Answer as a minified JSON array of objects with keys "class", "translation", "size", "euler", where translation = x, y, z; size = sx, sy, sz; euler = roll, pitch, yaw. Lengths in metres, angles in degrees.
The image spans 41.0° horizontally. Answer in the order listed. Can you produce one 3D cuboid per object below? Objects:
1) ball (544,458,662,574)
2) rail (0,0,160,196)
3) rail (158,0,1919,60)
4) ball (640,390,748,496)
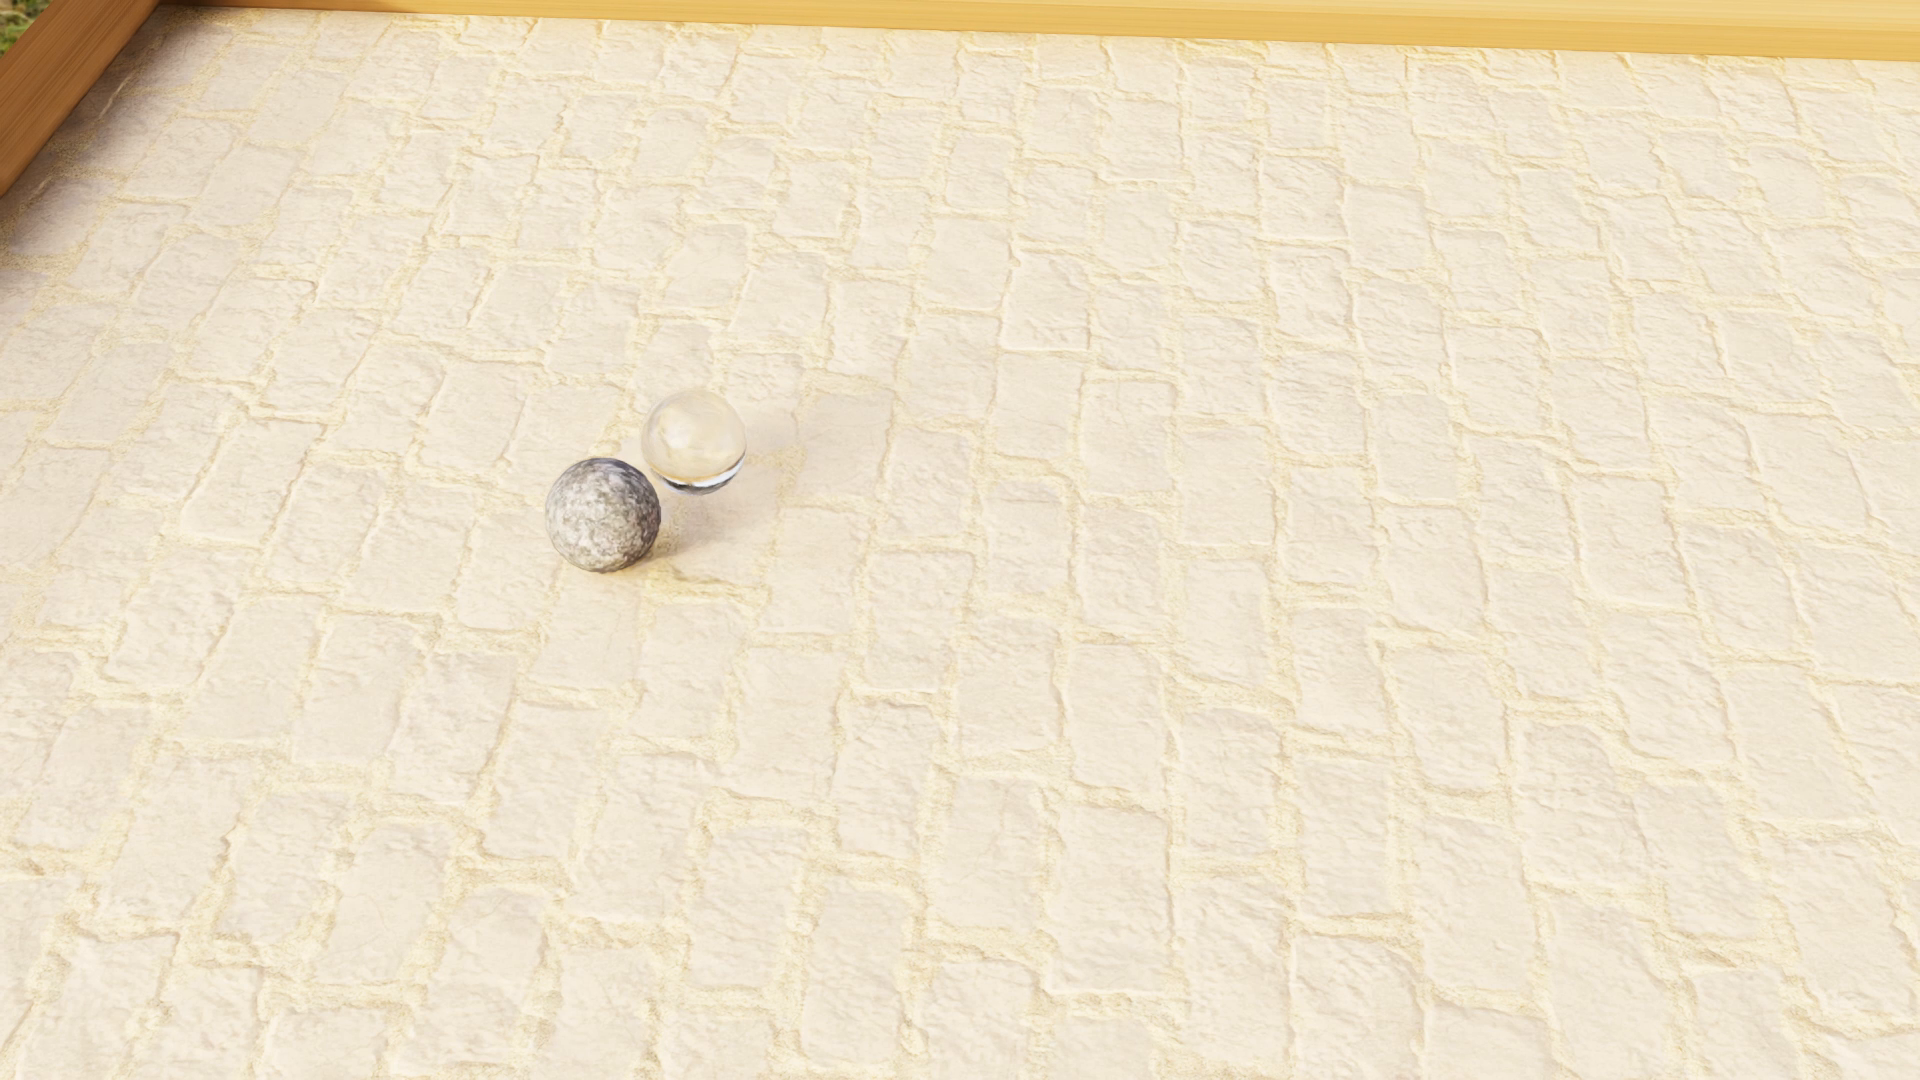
[{"class":"ball","translation":[-0.248,-0.017,1.779],"size":[0.081,0.081,0.081],"euler":[0,35,0]},{"class":"rail","translation":[-0.857,-0.050,1.802],"size":[0.045,0.105,1.850],"euler":[3,35,4]},{"class":"rail","translation":[0.950,-0.492,2.426],"size":[3.531,0.105,0.045],"euler":[3,35,4]},{"class":"ball","translation":[-0.193,-0.070,1.857],"size":[0.077,0.077,0.077],"euler":[0,35,0]}]
